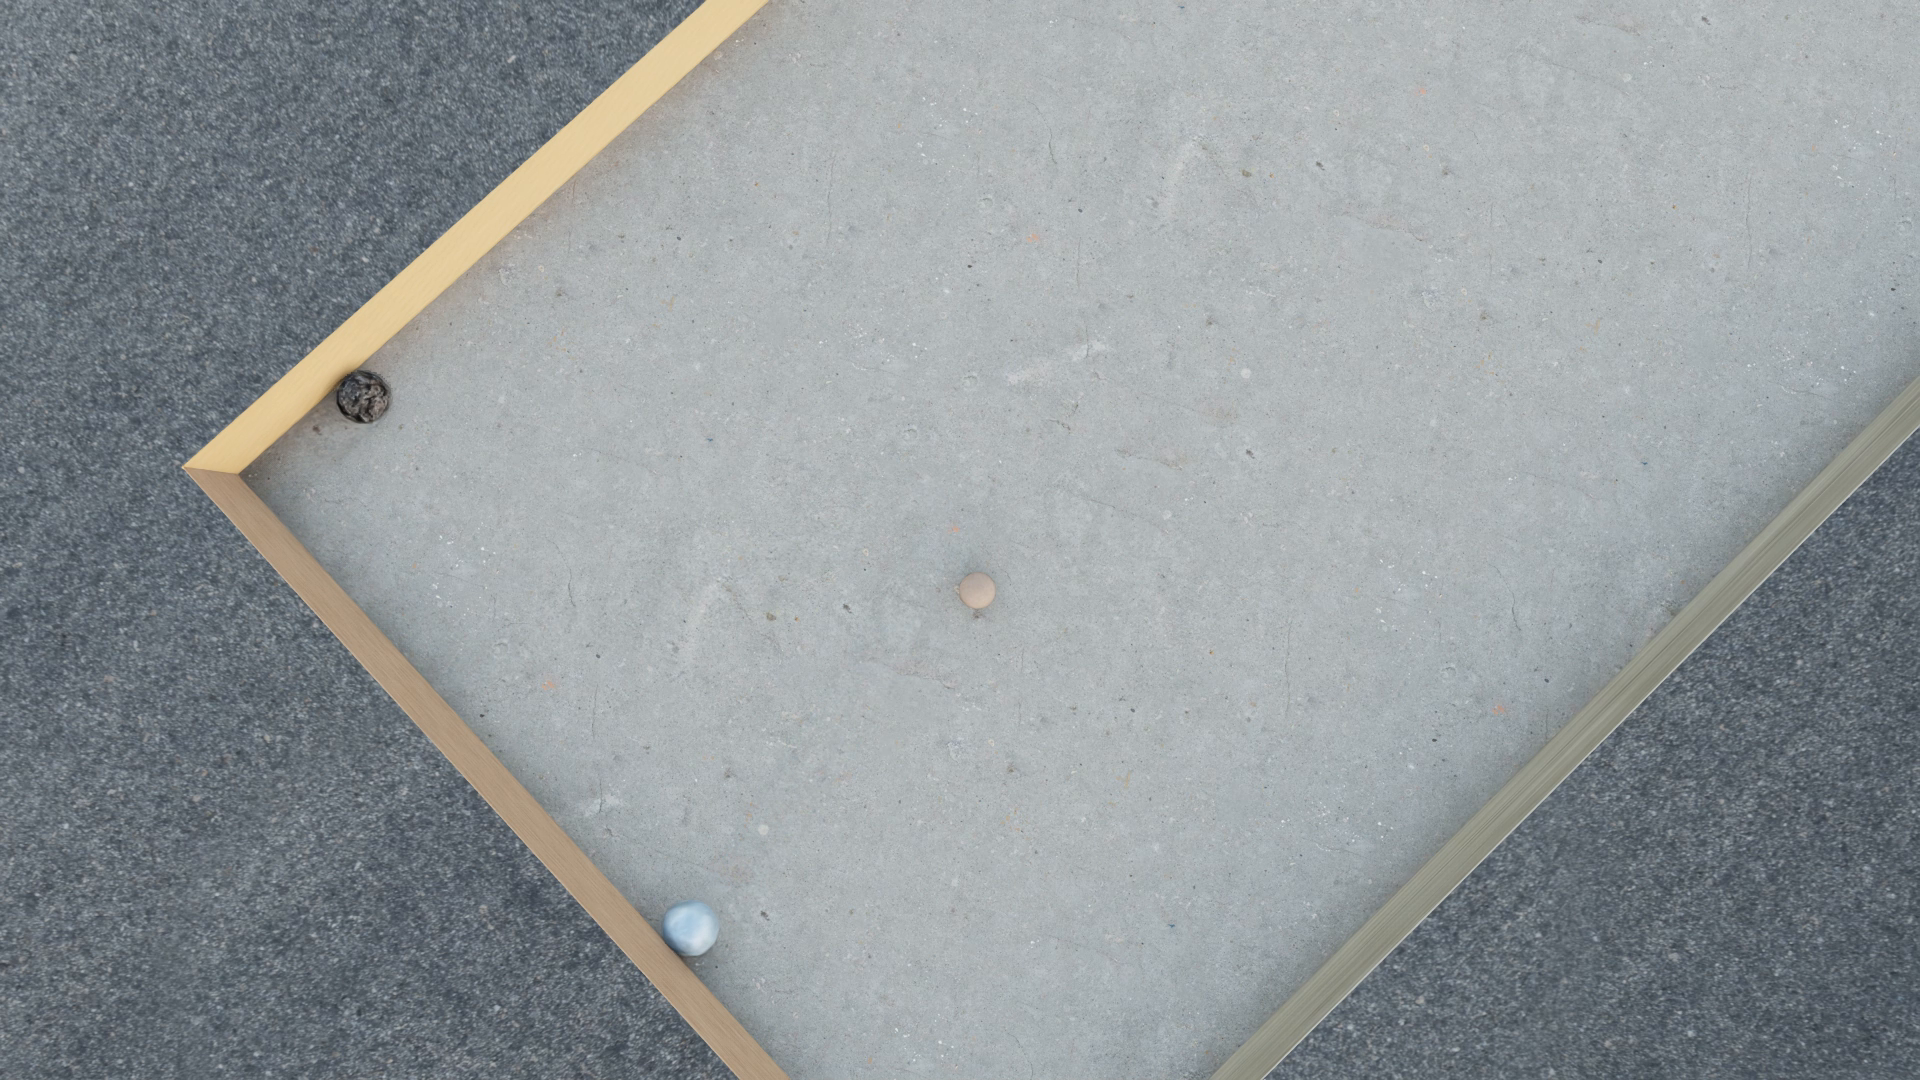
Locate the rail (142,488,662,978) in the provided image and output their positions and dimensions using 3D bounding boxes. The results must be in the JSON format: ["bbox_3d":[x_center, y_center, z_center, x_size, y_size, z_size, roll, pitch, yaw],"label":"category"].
[{"bbox_3d":[-0.544,0.508,3.176,0.045,0.104,1.712,-43,127,-6],"label":"rail"}]

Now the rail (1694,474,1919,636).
[{"bbox_3d":[1.123,0.087,3.240,0.045,3.037,0.104,-43,84,-6],"label":"rail"}]

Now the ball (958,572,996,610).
[{"bbox_3d":[0.026,0.075,3.268,0.056,0.056,0.056,0,81,0],"label":"ball"}]

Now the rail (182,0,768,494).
[{"bbox_3d":[-0.023,-1.116,3.426,3.037,0.104,0.045,-43,84,-6],"label":"rail"}]

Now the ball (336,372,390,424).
[{"bbox_3d":[-0.895,-0.213,3.301,0.078,0.078,0.078,0,81,0],"label":"ball"}]

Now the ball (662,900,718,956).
[{"bbox_3d":[-0.389,0.562,3.180,0.080,0.080,0.080,0,81,0],"label":"ball"}]
